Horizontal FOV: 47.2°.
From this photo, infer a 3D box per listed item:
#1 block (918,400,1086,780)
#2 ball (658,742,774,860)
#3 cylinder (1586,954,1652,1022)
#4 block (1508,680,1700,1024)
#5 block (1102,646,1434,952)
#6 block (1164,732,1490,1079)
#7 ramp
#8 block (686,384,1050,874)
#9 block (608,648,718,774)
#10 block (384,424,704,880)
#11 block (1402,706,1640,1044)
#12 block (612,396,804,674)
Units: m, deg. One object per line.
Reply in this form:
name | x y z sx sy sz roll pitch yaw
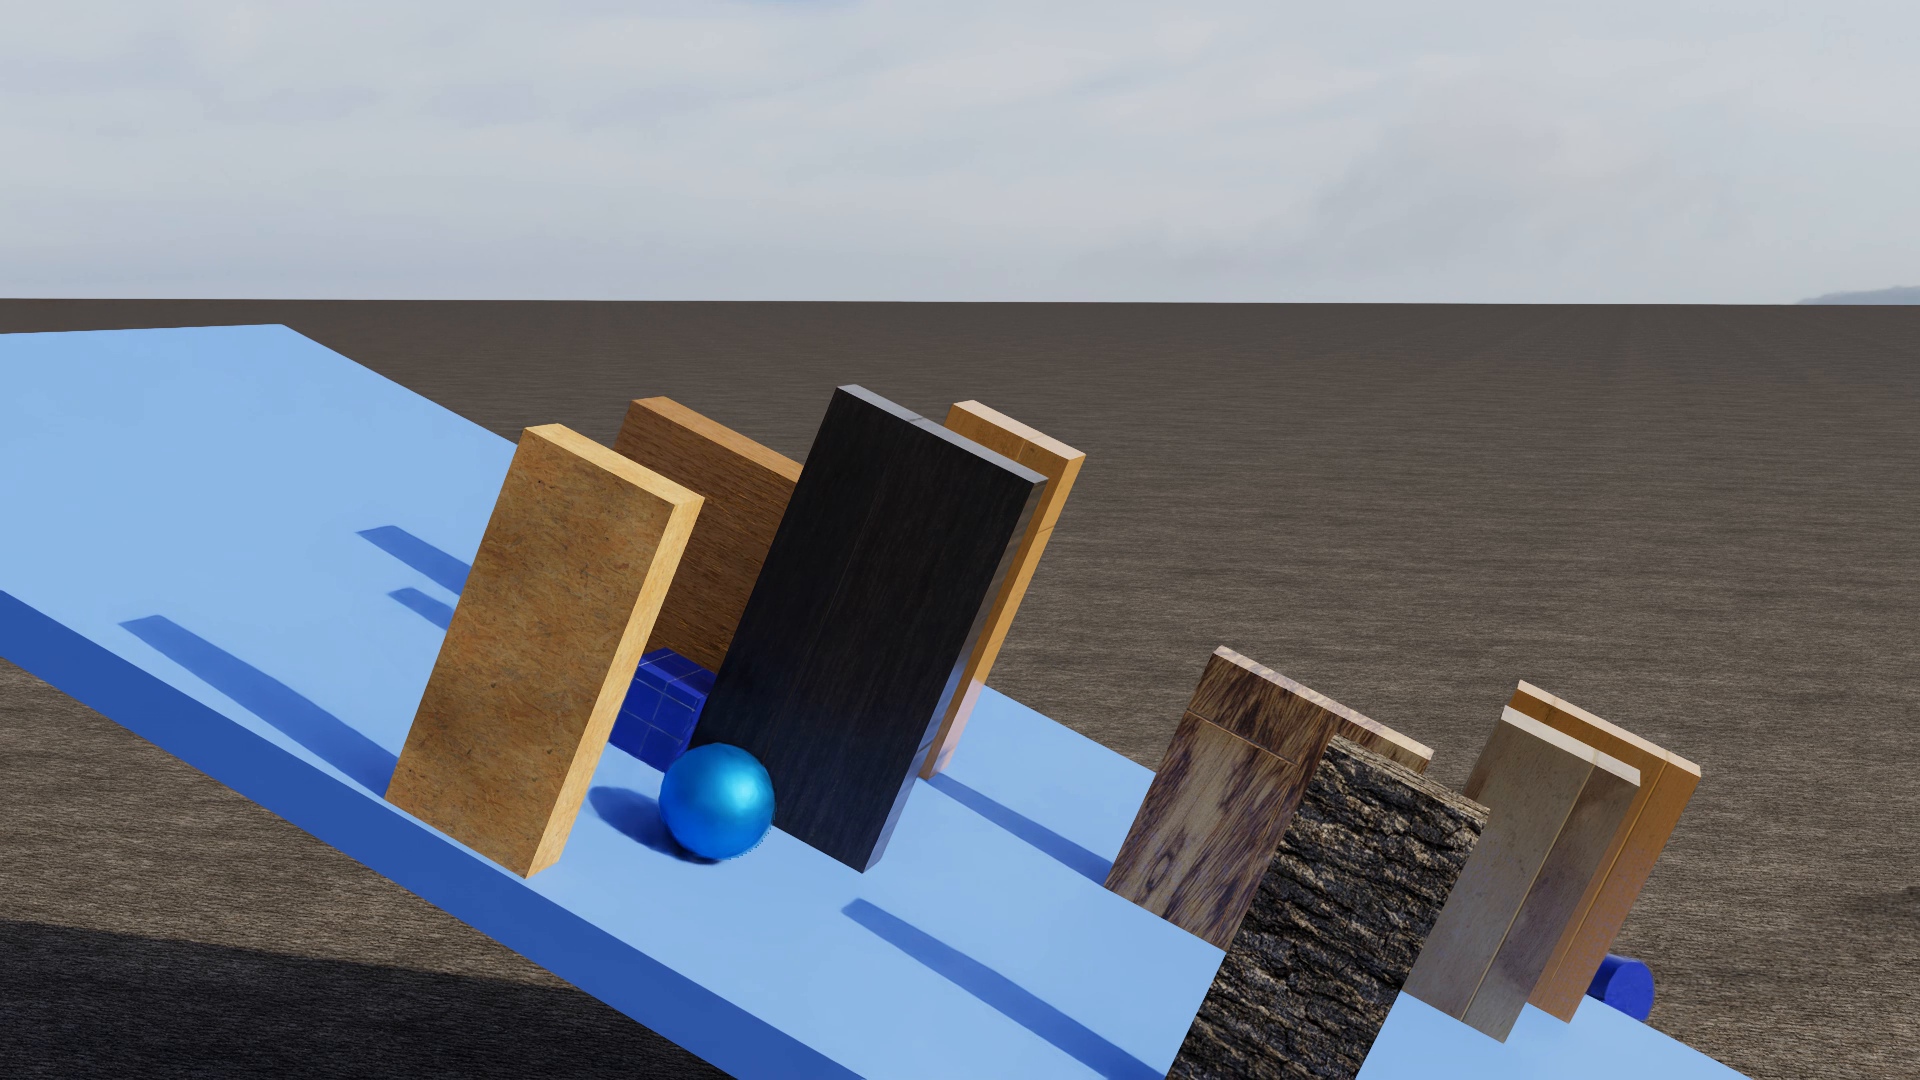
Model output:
block | -0.020 0.099 4.366 0.254 0.705 0.136 26 13 13
ball | -0.396 0.425 3.581 0.188 0.188 0.188 0 7 0
cylinder | 1.569 1.106 5.415 0.187 0.187 0.187 -5 8 -35
block | 1.217 0.647 4.581 0.397 0.588 0.107 26 13 13
block | 0.576 0.526 4.137 0.438 0.508 0.088 26 13 13
block | 0.545 0.639 3.347 0.253 0.641 0.094 26 13 13
ramp | -0.280 0.484 4.179 4.000 0.100 2.000 26 13 13
block | -0.174 0.153 3.791 0.378 0.749 0.095 26 13 13
block | -0.522 0.304 3.919 0.152 0.152 0.152 27 14 14
block | -0.621 0.165 3.268 0.258 0.619 0.105 26 13 13
block | 1.070 0.655 4.320 0.283 0.579 0.142 26 13 13
block | -0.524 0.042 4.157 0.372 0.510 0.142 26 13 13
